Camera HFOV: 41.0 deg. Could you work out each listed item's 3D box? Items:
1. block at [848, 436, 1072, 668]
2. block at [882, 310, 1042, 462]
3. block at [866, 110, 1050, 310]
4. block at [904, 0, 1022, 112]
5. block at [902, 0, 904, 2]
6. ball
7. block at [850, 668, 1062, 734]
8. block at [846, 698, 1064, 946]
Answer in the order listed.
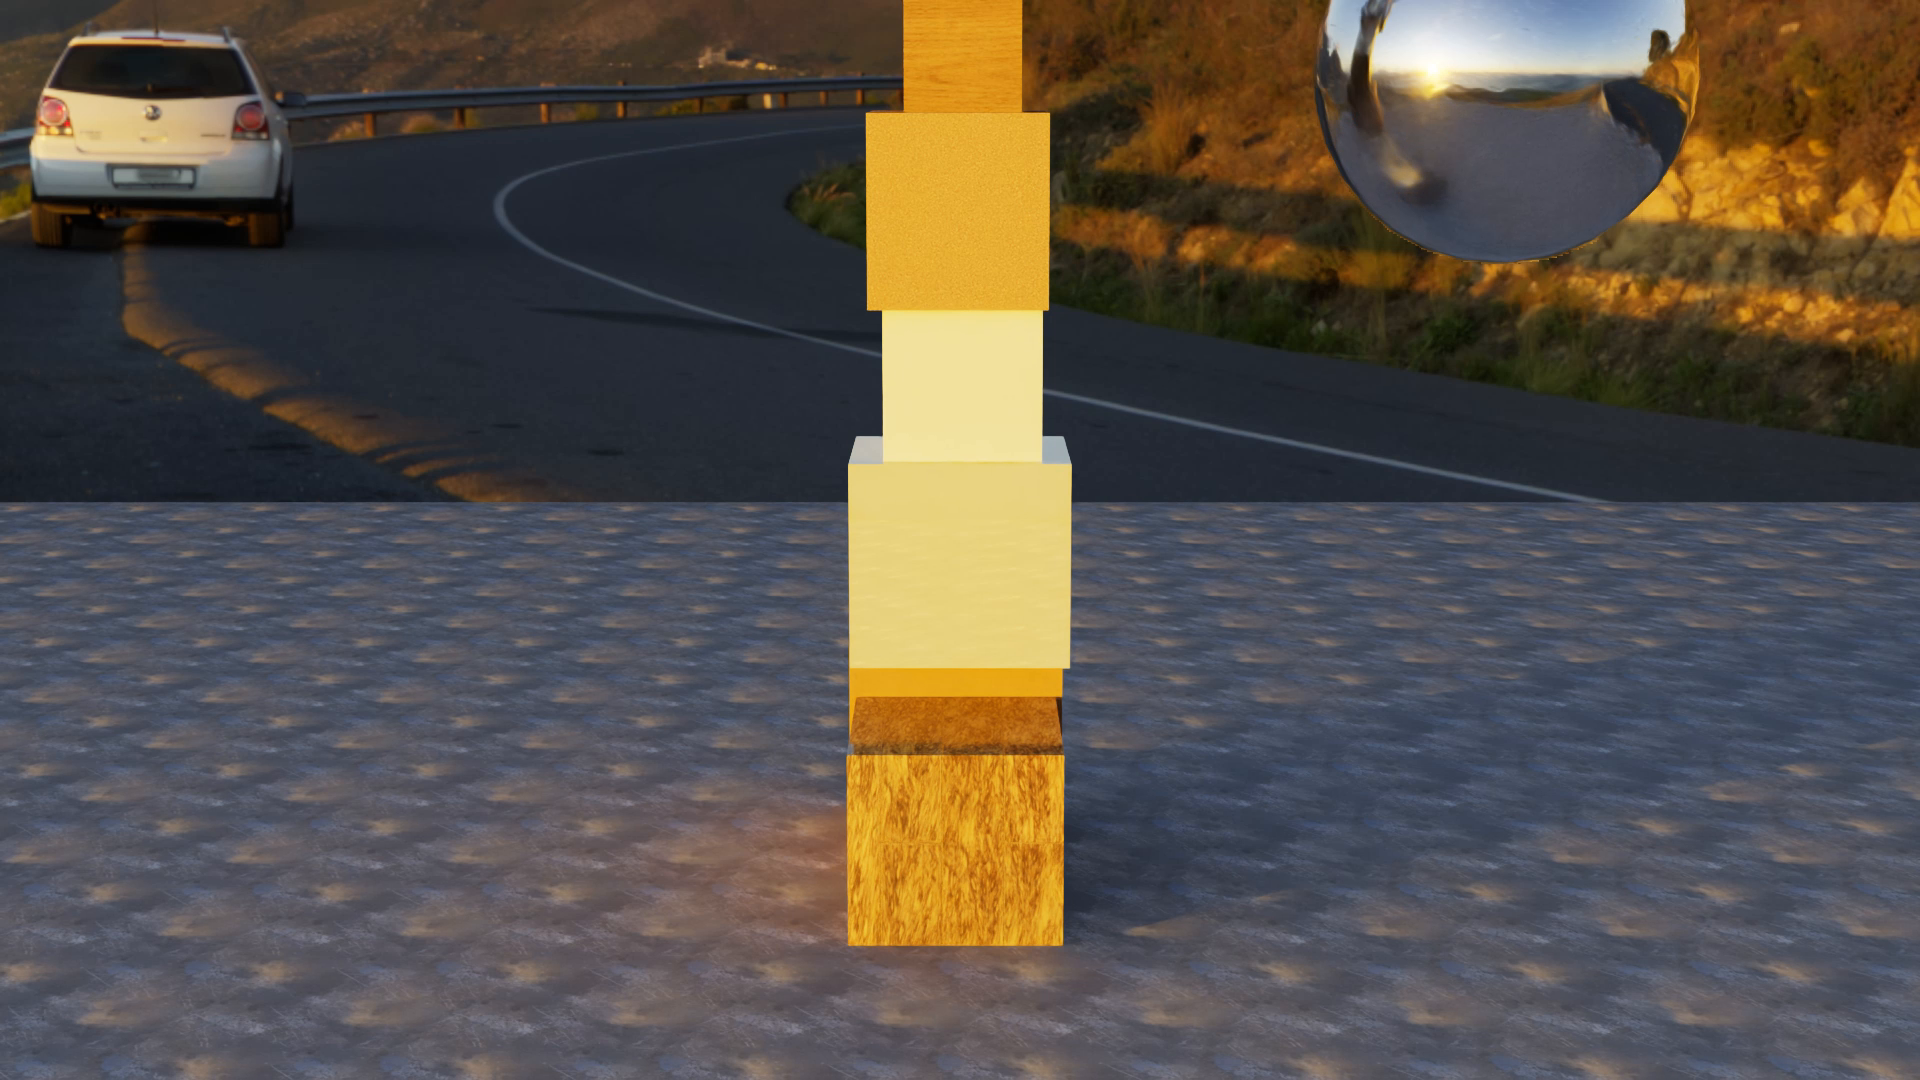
[{"bbox_3d":[-0.001,0.038,11.187,0.931,0.873,0.835,0,10,0],"label":"block"},{"bbox_3d":[0.011,-0.705,11.052,0.667,0.639,0.679,0,10,0],"label":"block"},{"bbox_3d":[-0.008,-1.416,10.923,0.751,0.805,0.776,0,10,0],"label":"block"},{"bbox_3d":[0.011,-2.040,10.809,0.487,0.464,0.516,0,10,0],"label":"block"},{"bbox_3d":[-0.004,-2.519,10.722,0.492,0.508,0.480,0,10,0],"label":"block"},{"bbox_3d":[2.295,-1.973,10.822,1.600,1.600,1.600,0,10,0],"label":"ball"},{"bbox_3d":[-0.018,0.883,11.844,0.937,1.024,1.010,0,10,0],"label":"block"},{"bbox_3d":[-0.018,1.173,10.875,0.876,0.801,0.980,0,10,0],"label":"block"}]
